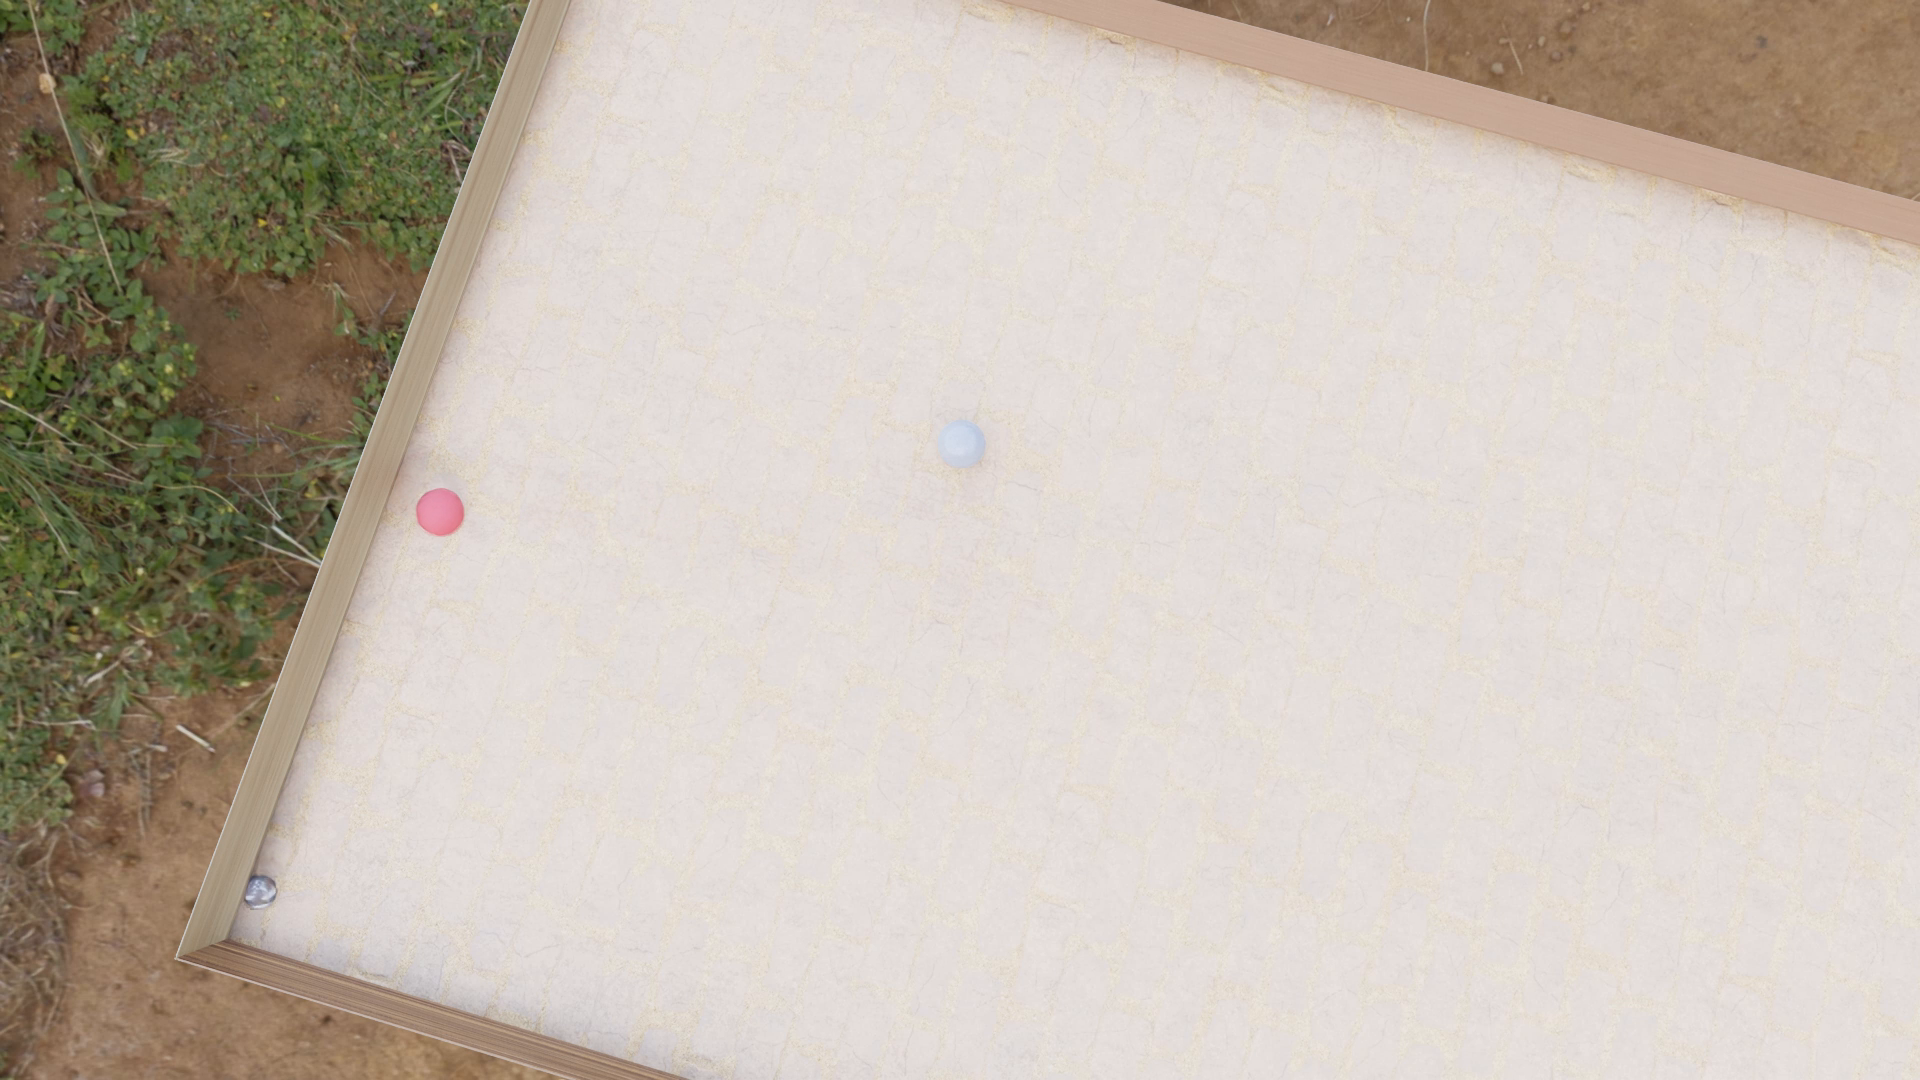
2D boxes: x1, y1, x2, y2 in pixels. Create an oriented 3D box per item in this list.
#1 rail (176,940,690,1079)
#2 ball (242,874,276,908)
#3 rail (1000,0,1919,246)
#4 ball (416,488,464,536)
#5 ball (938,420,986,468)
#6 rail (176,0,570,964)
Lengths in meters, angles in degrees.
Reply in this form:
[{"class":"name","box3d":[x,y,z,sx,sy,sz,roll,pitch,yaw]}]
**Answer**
[{"class":"rail","box3d":[0.609,1.070,3.051,3.576,0.098,0.045,16,77,4]},{"class":"ball","box3d":[-1.024,0.514,3.215,0.049,0.049,0.049,0,76,0]},{"class":"rail","box3d":[1.108,-0.592,3.462,3.576,0.098,0.045,16,77,4]},{"class":"ball","box3d":[-0.790,-0.043,3.341,0.072,0.072,0.072,0,76,0]},{"class":"ball","box3d":[0.003,-0.147,3.365,0.075,0.075,0.075,0,76,0]},{"class":"rail","box3d":[-0.836,-0.241,3.375,0.045,0.098,1.831,16,77,4]}]
